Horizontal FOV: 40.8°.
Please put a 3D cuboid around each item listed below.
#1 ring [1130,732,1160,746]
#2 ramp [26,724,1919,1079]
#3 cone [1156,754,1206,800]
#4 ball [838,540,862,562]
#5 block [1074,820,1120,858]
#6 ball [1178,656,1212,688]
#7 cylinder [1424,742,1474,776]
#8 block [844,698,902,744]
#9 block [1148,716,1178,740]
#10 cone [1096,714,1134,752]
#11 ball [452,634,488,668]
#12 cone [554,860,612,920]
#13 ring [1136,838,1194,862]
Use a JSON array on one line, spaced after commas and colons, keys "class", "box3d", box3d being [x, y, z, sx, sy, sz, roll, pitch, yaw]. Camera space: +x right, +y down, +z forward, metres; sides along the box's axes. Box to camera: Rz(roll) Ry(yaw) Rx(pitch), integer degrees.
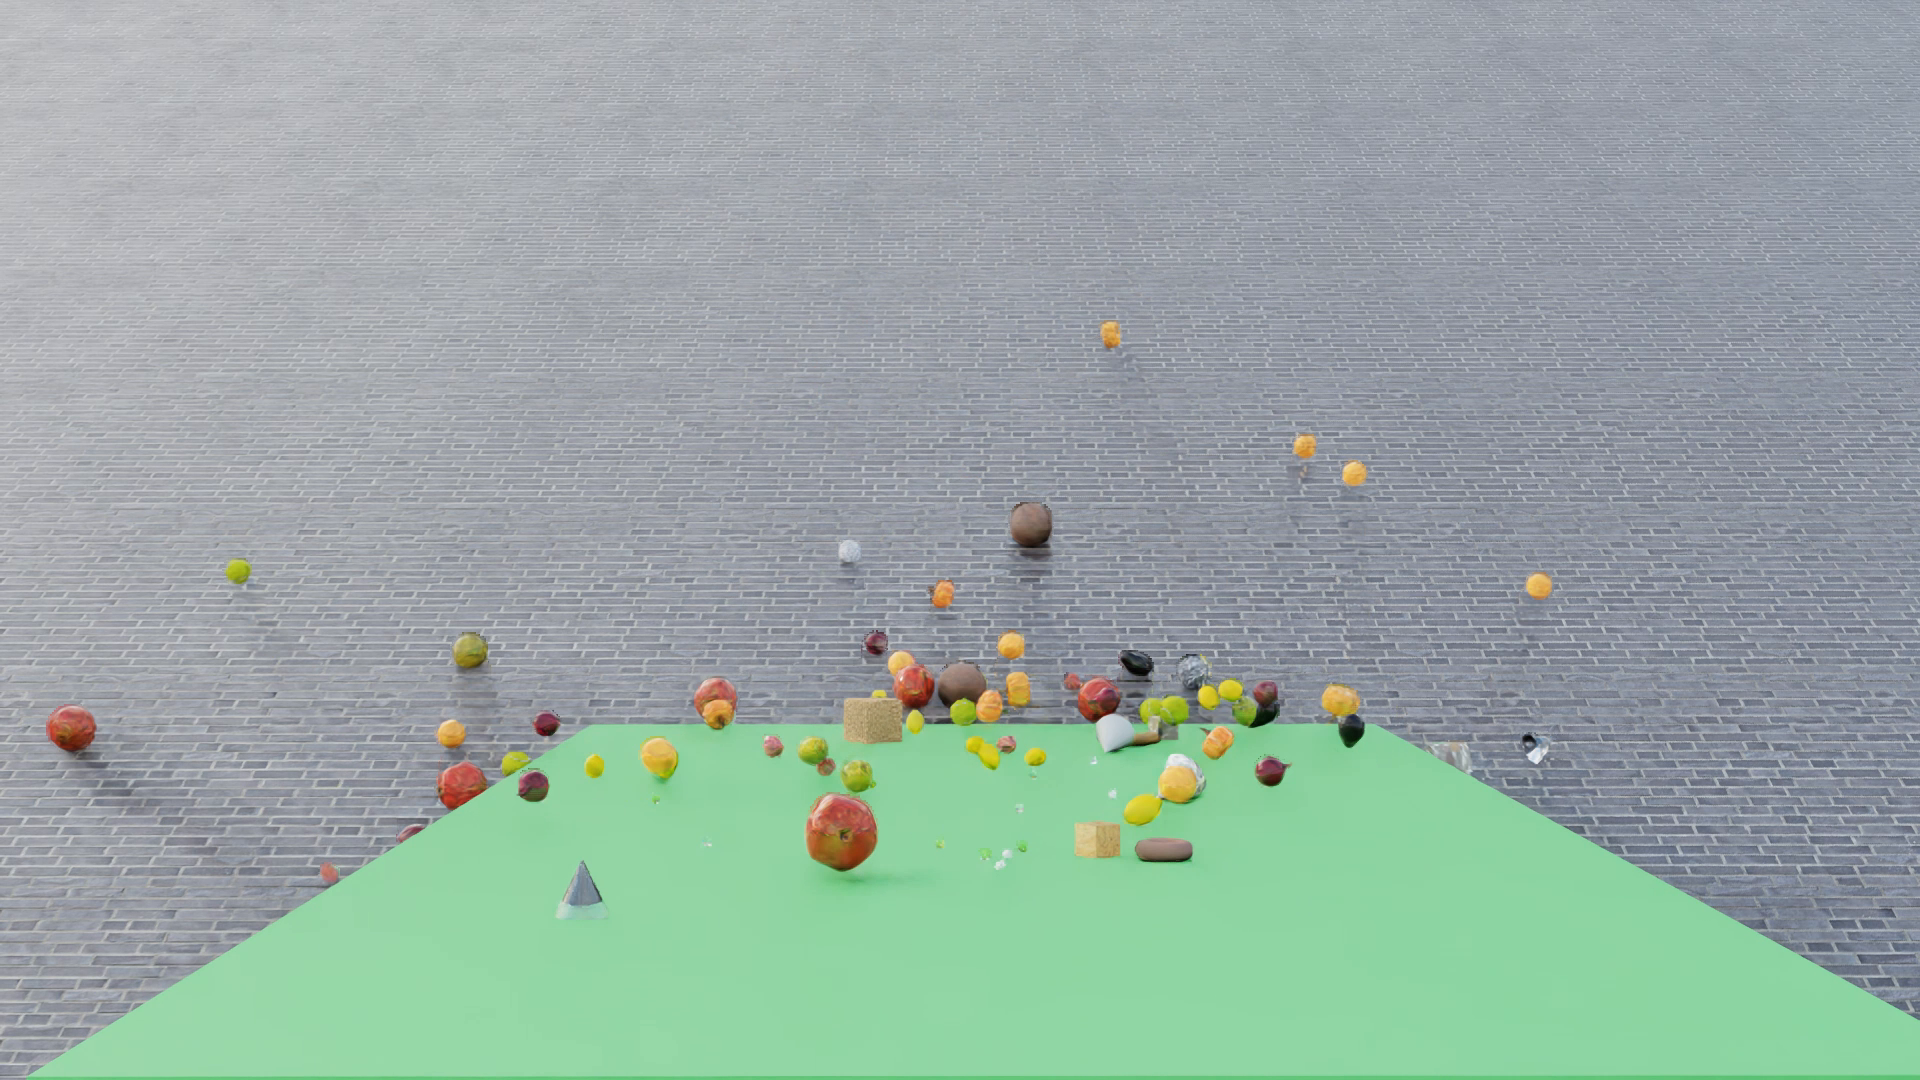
[{"class": "ring", "box3d": [0.426, 0.464, 6.012, 0.080, 0.027, 0.080, -4, -7, -1]}, {"class": "ramp", "box3d": [0.061, 0.554, 4.591, 2.000, 0.100, 4.000, 0, 1, 0]}, {"class": "cone", "box3d": [0.406, 0.476, 4.970, 0.096, 0.096, 0.096, 22, 42, 36]}, {"class": "ball", "box3d": [-0.323, 0.033, 7.565, 0.066, 0.066, 0.066, 0, 27, 0]}, {"class": "block", "box3d": [0.222, 0.485, 4.180, 0.052, 0.052, 0.052, -1, 1, -40]}, {"class": "ball", "box3d": [0.628, 0.354, 6.915, 0.090, 0.090, 0.090, 0, 27, 0]}, {"class": "cylinder", "box3d": [1.228, 0.560, 6.507, 0.095, 0.095, 0.095, 7, 23, -25]}, {"class": "block", "box3d": [-0.208, 0.429, 6.146, 0.099, 0.099, 0.099, -1, 1, -36]}, {"class": "block", "box3d": [0.487, 0.450, 6.185, 0.054, 0.054, 0.054, 0, 1, -22]}, {"class": "cone", "box3d": [0.342, 0.462, 5.887, 0.092, 0.092, 0.092, 8, 30, 14]}, {"class": "ball", "box3d": [-1.331, 0.303, 7.010, 0.094, 0.094, 0.094, 0, 27, 0]}, {"class": "cone", "box3d": [-0.524, 0.482, 3.581, 0.080, 0.080, 0.080, 0, 1, 0]}, {"class": "ring", "box3d": [0.327, 0.496, 4.137, 0.093, 0.031, 0.093, 1, 0, 0]}]
